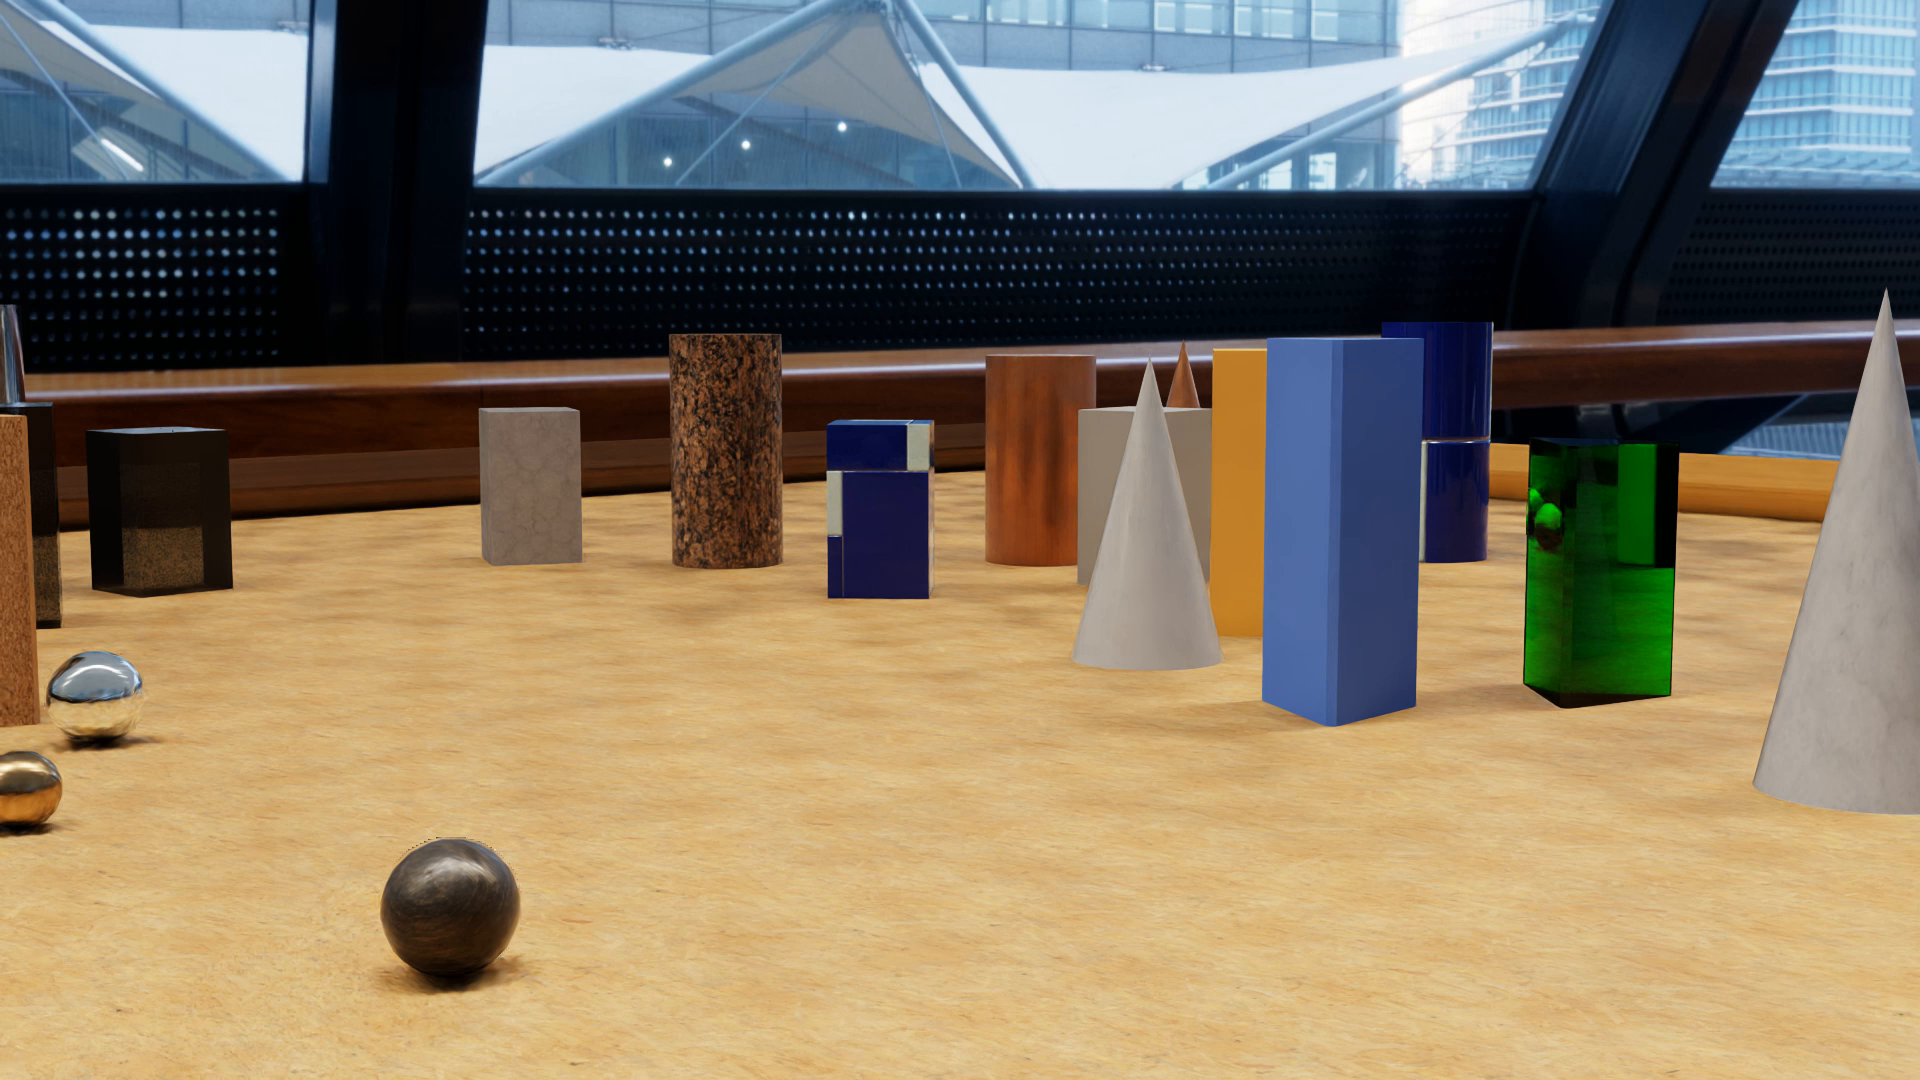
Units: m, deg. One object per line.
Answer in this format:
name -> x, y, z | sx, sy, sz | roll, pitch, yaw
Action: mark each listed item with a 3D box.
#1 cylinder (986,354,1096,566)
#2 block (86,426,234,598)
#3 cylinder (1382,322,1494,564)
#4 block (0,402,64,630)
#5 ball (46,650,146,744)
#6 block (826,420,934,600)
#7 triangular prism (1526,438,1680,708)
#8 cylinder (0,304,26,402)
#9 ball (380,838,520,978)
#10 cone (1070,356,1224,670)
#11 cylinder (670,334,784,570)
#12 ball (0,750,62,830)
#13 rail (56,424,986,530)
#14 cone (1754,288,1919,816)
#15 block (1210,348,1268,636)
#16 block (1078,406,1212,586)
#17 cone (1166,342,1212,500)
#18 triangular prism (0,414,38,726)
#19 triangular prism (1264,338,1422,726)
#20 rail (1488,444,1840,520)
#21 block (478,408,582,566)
cylinder -> 0.143, -0.145, 3.906 | 0.196, 0.365, 0.196 | 0, 6, 0
block -> -1.276, -0.048, 3.506 | 0.157, 0.254, 0.157 | 5, 8, 42
cylinder -> 0.854, -0.180, 3.957 | 0.196, 0.423, 0.196 | 0, 6, 0
block -> -1.363, -0.035, 3.114 | 0.157, 0.311, 0.157 | -2, 6, -21
ball -> -0.890, 0.162, 2.265 | 0.096, 0.096, 0.096 | 0, 6, 0
block -> -0.123, -0.051, 3.465 | 0.157, 0.269, 0.157 | 0, 6, 3
triangular prism -> 0.714, 0.031, 2.555 | 0.170, 0.294, 0.147 | -3, 7, -30
cylinder -> -1.593, -0.148, 3.506 | 0.196, 0.453, 0.196 | 0, 6, 0
ball -> -0.341, 0.247, 1.474 | 0.092, 0.092, 0.092 | 0, 6, 0
cone -> 0.240, -0.042, 2.800 | 0.196, 0.389, 0.196 | 0, 6, 0
cylinder -> -0.410, -0.160, 3.866 | 0.196, 0.402, 0.196 | 0, 6, 0
ball -> -0.808, 0.215, 1.892 | 0.068, 0.068, 0.068 | 0, 6, 0
rail -> -1.378, -0.122, 4.817 | 4.469, 0.127, 0.045 | -5, 8, -42
cone -> 0.840, 0.002, 2.018 | 0.196, 0.466, 0.196 | 0, 6, 0
block -> 0.430, -0.070, 3.066 | 0.157, 0.390, 0.157 | 1, 6, 6
block -> 0.301, -0.071, 3.580 | 0.157, 0.284, 0.157 | 4, 7, 36
cone -> 0.436, -0.200, 4.313 | 0.196, 0.388, 0.196 | 0, 6, 0
triangular prism -> -1.101, 0.030, 2.390 | 0.170, 0.332, 0.147 | -3, 6, -23
triangular prism -> 0.401, -0.017, 2.448 | 0.147, 0.413, 0.170 | 6, 8, 43
rail -> 1.625, -0.123, 4.823 | 0.045, 0.127, 4.111 | -5, 8, -42
block -> -0.766, -0.098, 3.918 | 0.157, 0.269, 0.157 | -2, 6, -19
